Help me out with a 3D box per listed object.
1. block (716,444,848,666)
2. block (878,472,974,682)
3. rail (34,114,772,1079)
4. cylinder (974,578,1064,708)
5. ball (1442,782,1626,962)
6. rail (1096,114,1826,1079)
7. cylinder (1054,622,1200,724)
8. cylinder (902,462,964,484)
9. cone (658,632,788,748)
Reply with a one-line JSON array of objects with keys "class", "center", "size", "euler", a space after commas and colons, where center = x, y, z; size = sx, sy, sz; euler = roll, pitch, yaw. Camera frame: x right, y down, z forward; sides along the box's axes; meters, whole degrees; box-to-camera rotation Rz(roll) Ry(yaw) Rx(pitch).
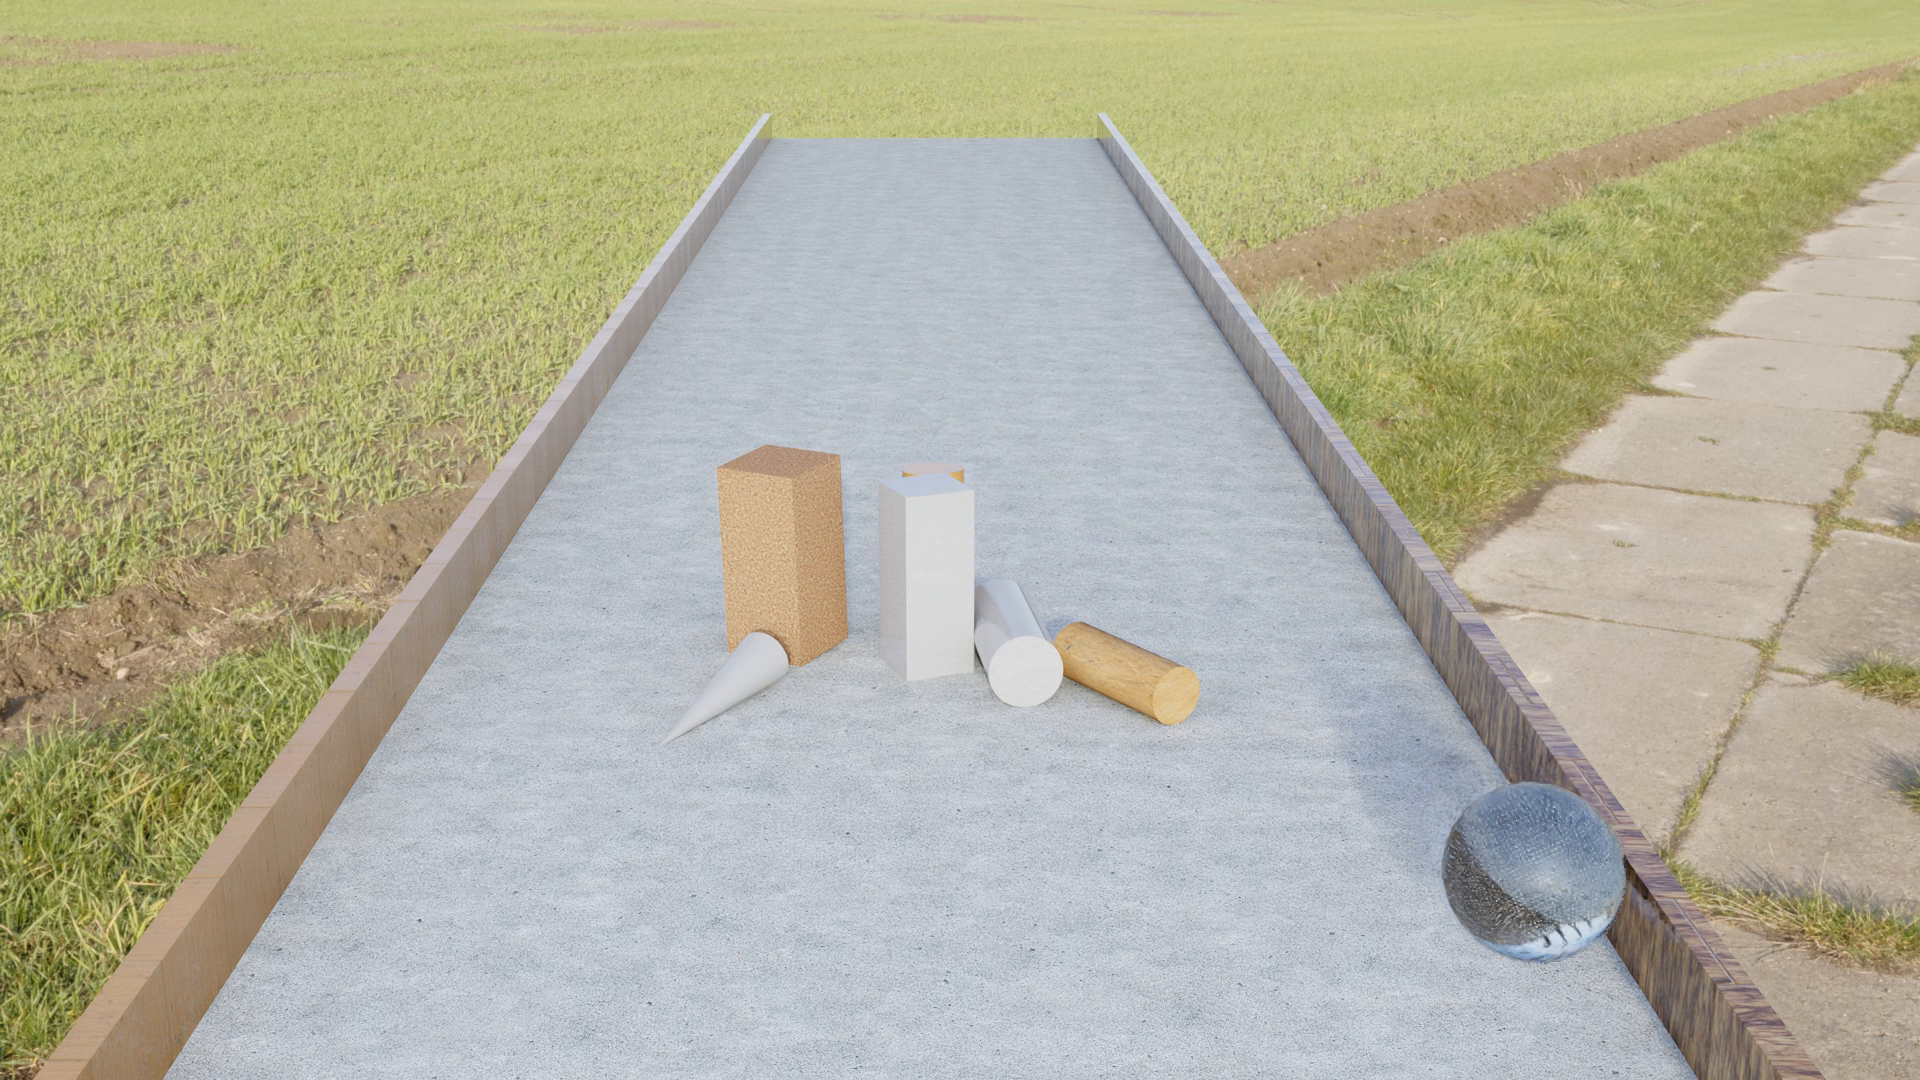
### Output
[{"class": "block", "center": [-0.355, 0.029, 4.427], "size": [0.177, 0.393, 0.177], "euler": [9, 22, 28]}, {"class": "block", "center": [-0.066, 0.071, 4.334], "size": [0.143, 0.372, 0.143], "euler": [-7, 18, -22]}, {"class": "rail", "center": [-1.118, -0.838, 7.780], "size": [0.050, 0.150, 12.000], "euler": [0, 17, -1]}, {"class": "cylinder", "center": [0.102, 0.197, 4.313], "size": [0.143, 0.143, 0.360], "euler": [-2, 17, -7]}, {"class": "ball", "center": [0.826, 0.478, 3.171], "size": [0.257, 0.257, 0.257], "euler": [0, 17, 0]}, {"class": "rail", "center": [0.932, -0.844, 7.801], "size": [0.050, 0.150, 12.000], "euler": [0, 17, -1]}, {"class": "cylinder", "center": [0.312, 0.251, 4.185], "size": [0.112, 0.112, 0.313], "euler": [-11, 20, -32]}, {"class": "cylinder", "center": [-0.051, 0.023, 4.527], "size": [0.127, 0.348, 0.127], "euler": [-1, 14, 0]}, {"class": "cone", "center": [-0.464, 0.303, 4.113], "size": [0.110, 0.110, 0.380], "euler": [8, 27, 25]}]
